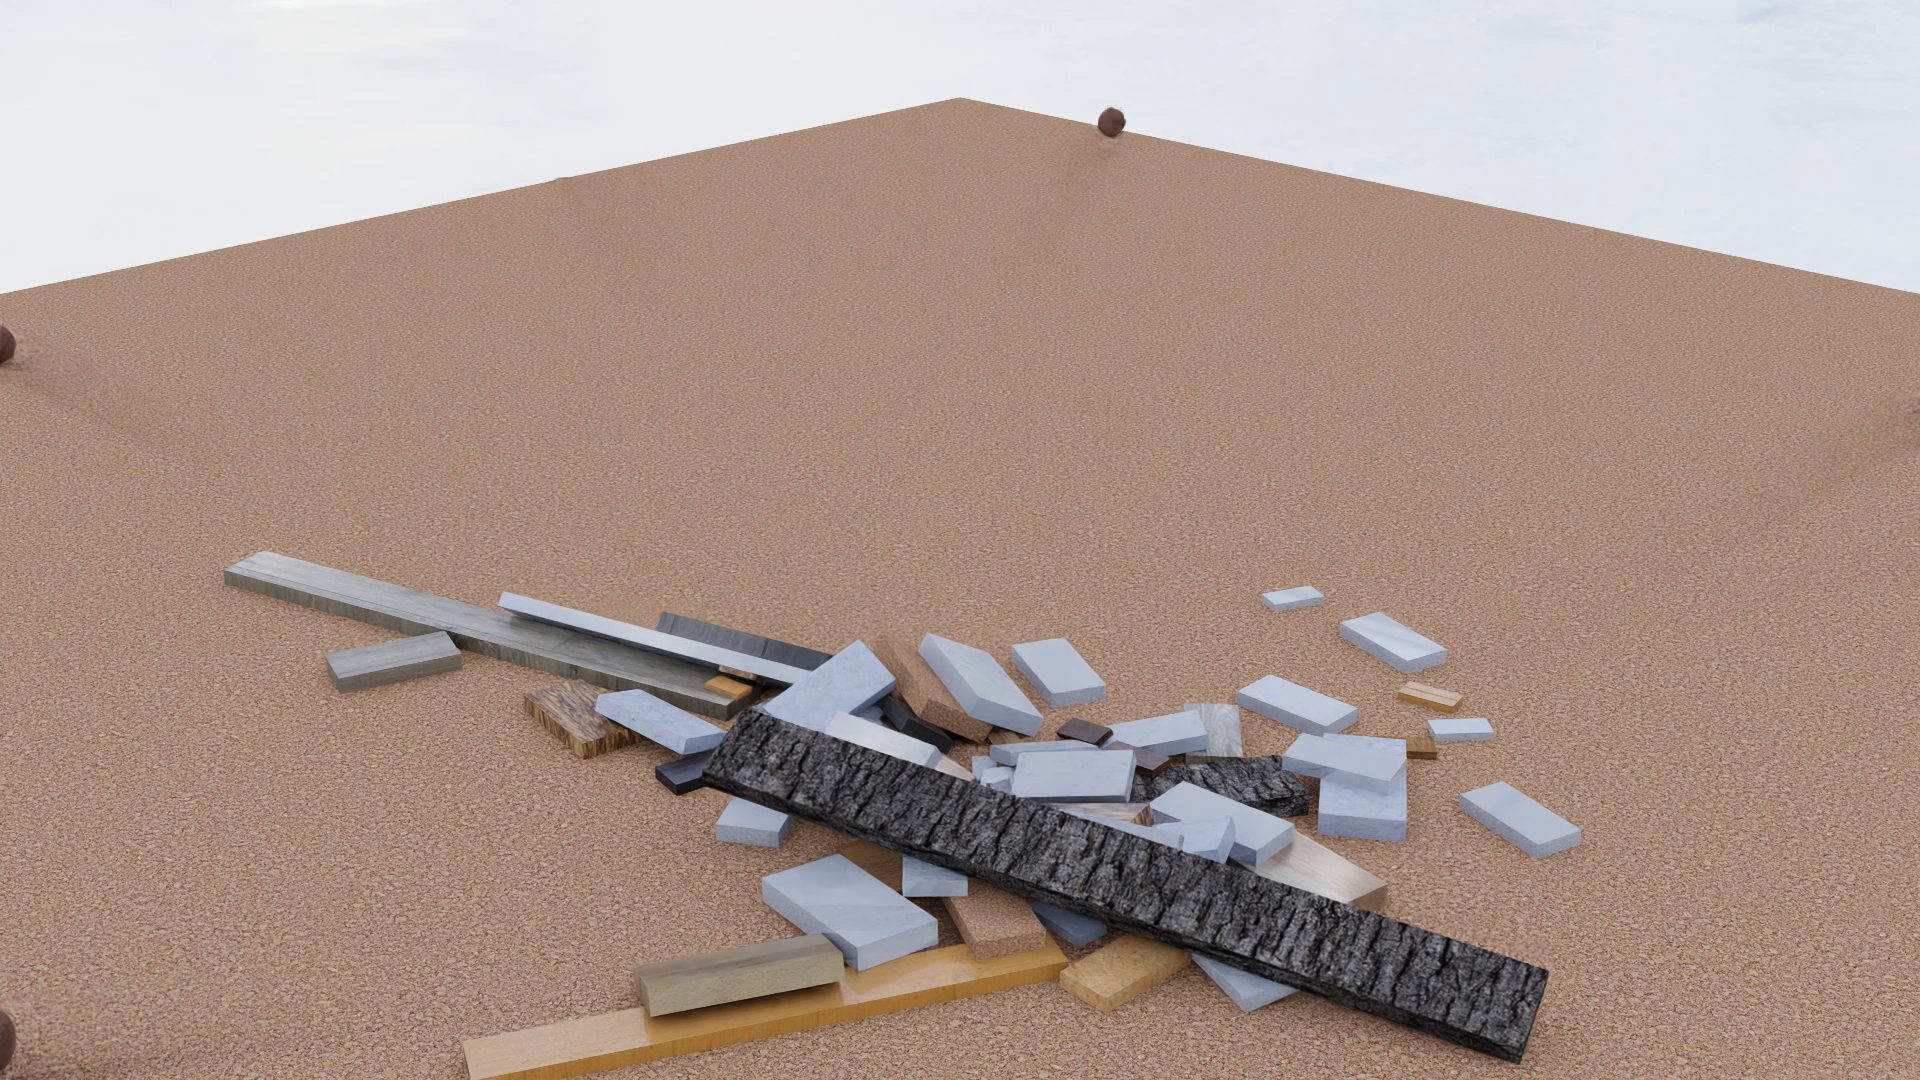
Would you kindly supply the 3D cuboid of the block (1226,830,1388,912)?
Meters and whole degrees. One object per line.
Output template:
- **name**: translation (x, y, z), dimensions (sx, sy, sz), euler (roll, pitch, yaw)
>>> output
- **block**: translation (0.630, 0.633, 4.207), dimensions (0.172, 0.049, 0.344), euler (-16, 28, -33)

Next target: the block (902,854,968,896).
- **block**: translation (-0.047, 0.594, 4.145), dimensions (0.119, 0.034, 0.238), euler (0, 23, -1)

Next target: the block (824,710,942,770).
- **block**: translation (-0.178, 0.447, 4.509), dimensions (0.261, 0.037, 0.131), euler (17, 60, 35)

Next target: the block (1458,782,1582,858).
- **block**: translation (1.119, 0.559, 4.403), dimensions (0.113, 0.032, 0.227), euler (-12, 26, -27)

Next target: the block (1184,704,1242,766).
- **block**: translation (0.542, 0.422, 4.723), dimensions (0.119, 0.034, 0.239), euler (2, 23, 4)

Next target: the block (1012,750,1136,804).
- **block**: translation (0.227, 0.481, 4.421), dimensions (0.238, 0.034, 0.119), euler (-3, 42, 19)

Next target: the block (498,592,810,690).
- **block**: translation (-0.665, 0.246, 5.038), dimensions (0.905, 0.037, 0.130), euler (12, -14, 27)

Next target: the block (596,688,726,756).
- **block**: translation (-0.643, 0.389, 4.722), dimensions (0.260, 0.037, 0.130), euler (22, 14, 31)

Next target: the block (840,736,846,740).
- **block**: translation (-0.197, 0.495, 4.379), dimensions (0.029, 0.101, 0.203), euler (-23, 47, -16)

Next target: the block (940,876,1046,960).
- **block**: translation (0.011, 0.625, 4.161), dimensions (0.131, 0.037, 0.536), euler (-7, 24, -16)

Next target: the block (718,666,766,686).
- **block**: translation (-0.485, 0.302, 4.896), dimensions (0.096, 0.014, 0.048), euler (12, -14, 27)

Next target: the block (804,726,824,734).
- **block**: translation (-0.345, 0.437, 4.607), dimensions (0.185, 0.026, 0.093), euler (7, 59, 1)

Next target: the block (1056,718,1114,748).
- **block**: translation (0.266, 0.412, 4.695), dimensions (0.052, 0.015, 0.148), euler (-38, 23, -22)

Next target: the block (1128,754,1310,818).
- **block**: translation (0.460, 0.522, 4.468), dimensions (0.461, 0.049, 0.172), euler (-5, 24, -12)

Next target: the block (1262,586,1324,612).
- **block**: translation (0.817, 0.144, 5.397), dimensions (0.137, 0.019, 0.068), euler (-9, 24, -19)

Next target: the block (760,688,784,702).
- **block**: translation (-0.393, 0.357, 4.903), dimensions (0.096, 0.014, 0.048), euler (15, 27, 31)

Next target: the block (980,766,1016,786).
- **block**: translation (0.185, 0.482, 4.491), dimensions (0.290, 0.019, 0.068), euler (-6, 26, 15)

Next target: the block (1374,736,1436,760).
- **block**: translation (0.948, 0.443, 4.693), dimensions (0.129, 0.018, 0.064), euler (2, 23, 4)

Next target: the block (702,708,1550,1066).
- **block**: translation (0.258, 0.605, 3.998), dimensions (1.586, 0.048, 0.170), euler (16, 48, 20)

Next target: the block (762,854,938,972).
- **block**: translation (-0.206, 0.682, 4.049), dimensions (0.170, 0.048, 0.340), euler (-13, 21, -32)

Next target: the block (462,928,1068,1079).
- **block**: translation (-0.322, 0.811, 3.809), dimensions (1.050, 0.032, 0.113), euler (-8, 24, -18)

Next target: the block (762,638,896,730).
- **block**: translation (-0.279, 0.337, 4.732), dimensions (0.260, 0.037, 0.130), euler (-35, 63, -18)

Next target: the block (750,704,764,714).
- **block**: translation (-0.415, 0.383, 4.842), dimensions (0.046, 0.013, 0.092), euler (-20, 30, -39)

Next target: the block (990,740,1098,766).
- **block**: translation (0.175, 0.444, 4.597), dimensions (0.203, 0.029, 0.101), euler (-1, 4, -24)

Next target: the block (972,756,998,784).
- **block**: translation (0.051, 0.484, 4.601), dimensions (0.052, 0.015, 0.104), euler (0, 23, -1)

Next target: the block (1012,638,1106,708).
- **block**: translation (0.223, 0.301, 5.005), dimensions (0.130, 0.037, 0.260), euler (-8, 24, -17)

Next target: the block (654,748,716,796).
- **block**: translation (-0.533, 0.479, 4.599), dimensions (0.185, 0.026, 0.093), euler (-15, 27, -32)

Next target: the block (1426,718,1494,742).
- **block**: translation (1.085, 0.411, 4.768), dimensions (0.129, 0.018, 0.064), euler (-2, 23, -4)

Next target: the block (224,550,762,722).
- **block**: translation (-1.141, 0.213, 5.209), dimensions (1.518, 0.040, 0.140), euler (12, 26, 27)

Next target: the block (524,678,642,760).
- **block**: translation (-0.823, 0.388, 4.795), dimensions (0.140, 0.040, 0.279), euler (-16, 28, -33)

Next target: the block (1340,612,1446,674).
- **block**: translation (1.013, 0.240, 5.152), dimensions (0.119, 0.034, 0.238), euler (-13, 26, -28)
